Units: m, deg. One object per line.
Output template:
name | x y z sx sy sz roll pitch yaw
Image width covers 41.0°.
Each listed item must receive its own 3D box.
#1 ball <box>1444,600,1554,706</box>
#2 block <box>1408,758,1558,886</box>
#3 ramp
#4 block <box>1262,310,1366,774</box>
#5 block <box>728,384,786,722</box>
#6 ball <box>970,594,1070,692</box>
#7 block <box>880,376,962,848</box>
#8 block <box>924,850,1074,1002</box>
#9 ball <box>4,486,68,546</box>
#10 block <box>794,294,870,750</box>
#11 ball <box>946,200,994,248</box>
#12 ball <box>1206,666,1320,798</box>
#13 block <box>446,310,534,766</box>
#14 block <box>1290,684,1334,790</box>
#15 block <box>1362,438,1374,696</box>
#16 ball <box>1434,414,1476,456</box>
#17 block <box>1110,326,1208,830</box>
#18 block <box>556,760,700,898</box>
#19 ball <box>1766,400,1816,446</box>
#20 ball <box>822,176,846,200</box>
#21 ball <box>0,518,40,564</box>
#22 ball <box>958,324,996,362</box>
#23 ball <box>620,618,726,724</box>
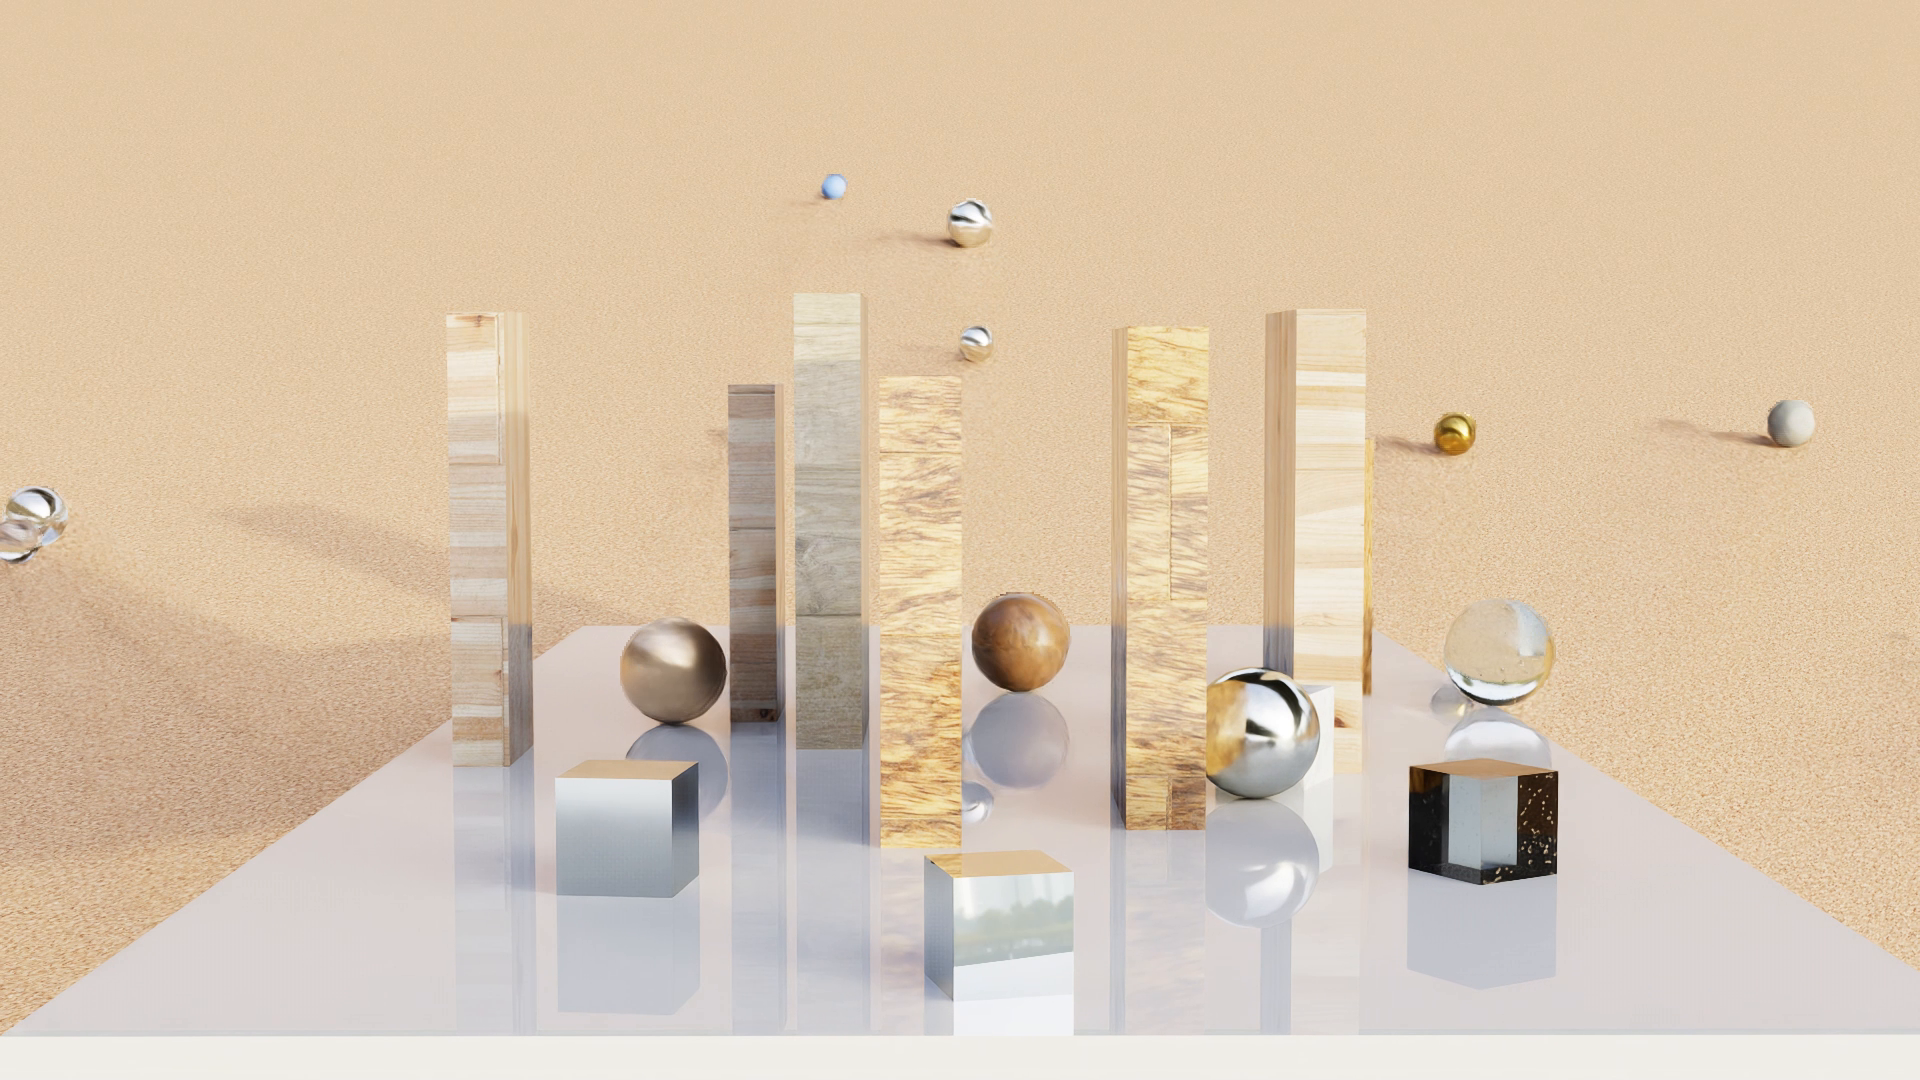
ball | 1.044 0.219 4.975 0.208 0.208 0.208 0 19 0
block | 0.685 0.366 3.360 0.135 0.135 0.135 -2 5 -32
ramp | 0.045 0.404 4.539 2.000 0.100 4.000 0 4 0
block | 0.596 -0.010 4.348 0.112 0.751 0.415 0 4 0
block | -0.384 0.017 4.875 0.087 0.626 0.253 0 4 0
ball | 0.121 0.208 5.208 0.200 0.200 0.200 0 19 0
block | -0.054 0.090 3.663 0.111 0.647 0.320 0 4 0
block | 0.040 0.411 2.750 0.130 0.130 0.130 -1 4 -14
ball | -2.658 -0.067 7.384 0.173 0.173 0.173 0 19 0
block | -0.227 -0.043 4.601 0.114 0.784 0.399 0 4 0
ball | 0.045 -1.367 11.103 0.203 0.203 0.203 0 19 0
ball | 0.451 0.295 3.928 0.202 0.202 0.202 0 19 0
block | -0.792 -0.008 4.339 0.093 0.751 0.247 0 4 0
block | 0.503 0.310 4.098 0.147 0.147 0.147 2 4 26
block | 0.770 0.046 5.271 0.109 0.514 0.274 0 4 0
ball | 1.588 -0.339 8.233 0.135 0.135 0.135 0 19 0
block | 0.293 0.044 3.820 0.114 0.716 0.369 0 4 0
block | -0.423 0.366 3.274 0.148 0.148 0.148 0 4 7
ball | 2.693 -0.377 8.317 0.150 0.150 0.150 0 19 0
ball | -0.596 -1.661 12.088 0.115 0.115 0.115 0 19 0
ball | -2.669 0.004 7.251 0.127 0.127 0.127 0 19 0
ball | 0.061 -0.714 9.319 0.134 0.134 0.134 0 19 0
ball | -0.529 0.242 4.749 0.195 0.195 0.195 0 19 0
